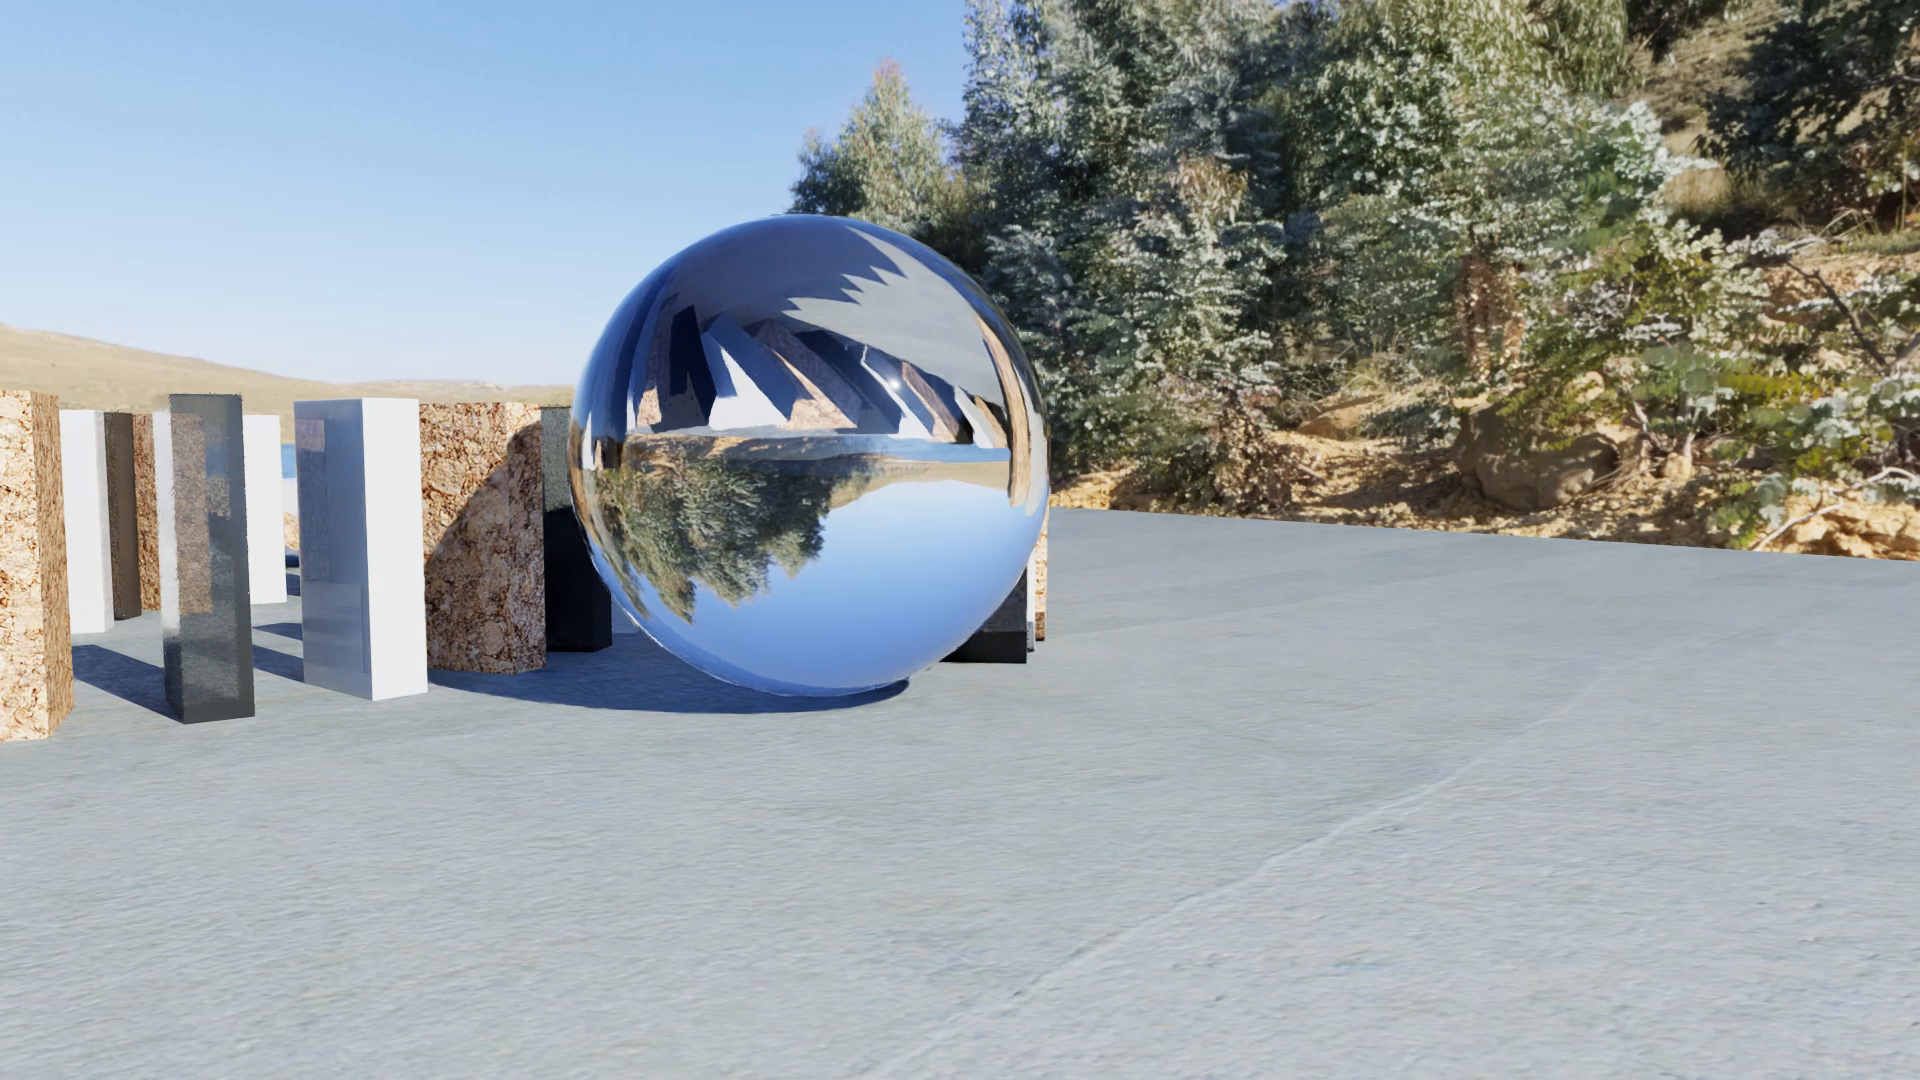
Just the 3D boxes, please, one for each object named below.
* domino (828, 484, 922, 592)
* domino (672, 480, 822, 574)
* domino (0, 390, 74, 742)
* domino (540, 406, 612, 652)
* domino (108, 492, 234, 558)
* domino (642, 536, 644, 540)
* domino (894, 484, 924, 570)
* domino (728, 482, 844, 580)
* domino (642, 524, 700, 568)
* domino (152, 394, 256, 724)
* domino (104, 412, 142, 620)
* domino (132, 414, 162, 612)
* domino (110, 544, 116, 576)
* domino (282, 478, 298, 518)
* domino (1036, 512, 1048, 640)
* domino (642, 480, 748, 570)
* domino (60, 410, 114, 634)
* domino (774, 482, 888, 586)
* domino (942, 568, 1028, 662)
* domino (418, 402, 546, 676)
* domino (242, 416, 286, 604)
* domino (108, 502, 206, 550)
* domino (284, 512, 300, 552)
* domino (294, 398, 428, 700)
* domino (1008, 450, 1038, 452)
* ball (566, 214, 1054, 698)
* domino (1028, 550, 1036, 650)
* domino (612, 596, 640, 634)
[{"bbox_3d":[-0.018,-0.002,0.391,0.025,0.009,0.050,-3,30,-31],"label":"domino"},{"bbox_3d":[-0.073,-0.005,0.438,0.050,0.009,0.025,33,22,33],"label":"domino"},{"bbox_3d":[-0.142,0.003,0.193,0.010,0.050,0.025,-2,5,-27],"label":"domino"},{"bbox_3d":[-0.087,-0.002,0.267,0.025,0.050,0.009,1,4,8],"label":"domino"},{"bbox_3d":[-0.257,-0.006,0.432,0.050,0.009,0.025,30,-9,-24],"label":"domino"},{"bbox_3d":[-0.142,-0.007,0.462,0.050,0.009,0.025,27,9,8],"label":"domino"},{"bbox_3d":[-0.002,0.000,0.370,0.025,0.009,0.050,-1,30,-14],"label":"domino"},{"bbox_3d":[-0.053,-0.004,0.424,0.025,0.009,0.050,-4,30,-44],"label":"domino"},{"bbox_3d":[-0.115,-0.007,0.460,0.050,0.009,0.025,30,18,25],"label":"domino"},{"bbox_3d":[-0.122,0.002,0.206,0.010,0.050,0.025,-3,5,-37],"label":"domino"},{"bbox_3d":[-0.215,-0.006,0.310,0.025,0.050,0.010,-1,4,-9],"label":"domino"},{"bbox_3d":[-0.208,-0.007,0.333,0.025,0.050,0.010,3,5,31],"label":"domino"},{"bbox_3d":[-0.288,-0.006,0.397,0.025,0.009,0.050,4,-30,44],"label":"domino"},{"bbox_3d":[-0.213,-0.007,0.452,0.050,0.010,0.025,26,-1,-12],"label":"domino"},{"bbox_3d":[0.007,0.000,0.292,0.025,0.010,0.050,1,46,4],"label":"domino"},{"bbox_3d":[-0.094,-0.006,0.450,0.050,0.009,0.025,30,18,27],"label":"domino"},{"bbox_3d":[-0.207,-0.004,0.288,0.025,0.050,0.010,-2,5,-22],"label":"domino"},{"bbox_3d":[-0.035,-0.003,0.408,0.025,0.010,0.050,-4,30,-40],"label":"domino"},{"bbox_3d":[0.002,0.003,0.264,0.025,0.009,0.050,0,46,4],"label":"domino"},{"bbox_3d":[-0.092,-0.001,0.243,0.025,0.050,0.010,2,5,20],"label":"domino"},{"bbox_3d":[-0.192,-0.009,0.351,0.009,0.050,0.025,-3,5,-35],"label":"domino"},{"bbox_3d":[-0.274,-0.006,0.415,0.050,0.009,0.025,37,-20,-36],"label":"domino"},{"bbox_3d":[-0.236,-0.006,0.445,0.050,0.009,0.025,27,-3,-15],"label":"domino"},{"bbox_3d":[-0.104,0.001,0.222,0.025,0.050,0.010,3,6,39],"label":"domino"},{"bbox_3d":[0.007,-0.001,0.307,0.025,0.009,0.050,-1,46,3],"label":"domino"},{"bbox_3d":[-0.024,-0.014,0.216,0.080,0.080,0.080,0,4,0],"label":"ball"},{"bbox_3d":[0.004,0.001,0.278,0.025,0.010,0.050,0,46,4],"label":"domino"},{"bbox_3d":[-0.086,-0.004,0.291,0.025,0.050,0.009,0,4,-4],"label":"domino"}]
